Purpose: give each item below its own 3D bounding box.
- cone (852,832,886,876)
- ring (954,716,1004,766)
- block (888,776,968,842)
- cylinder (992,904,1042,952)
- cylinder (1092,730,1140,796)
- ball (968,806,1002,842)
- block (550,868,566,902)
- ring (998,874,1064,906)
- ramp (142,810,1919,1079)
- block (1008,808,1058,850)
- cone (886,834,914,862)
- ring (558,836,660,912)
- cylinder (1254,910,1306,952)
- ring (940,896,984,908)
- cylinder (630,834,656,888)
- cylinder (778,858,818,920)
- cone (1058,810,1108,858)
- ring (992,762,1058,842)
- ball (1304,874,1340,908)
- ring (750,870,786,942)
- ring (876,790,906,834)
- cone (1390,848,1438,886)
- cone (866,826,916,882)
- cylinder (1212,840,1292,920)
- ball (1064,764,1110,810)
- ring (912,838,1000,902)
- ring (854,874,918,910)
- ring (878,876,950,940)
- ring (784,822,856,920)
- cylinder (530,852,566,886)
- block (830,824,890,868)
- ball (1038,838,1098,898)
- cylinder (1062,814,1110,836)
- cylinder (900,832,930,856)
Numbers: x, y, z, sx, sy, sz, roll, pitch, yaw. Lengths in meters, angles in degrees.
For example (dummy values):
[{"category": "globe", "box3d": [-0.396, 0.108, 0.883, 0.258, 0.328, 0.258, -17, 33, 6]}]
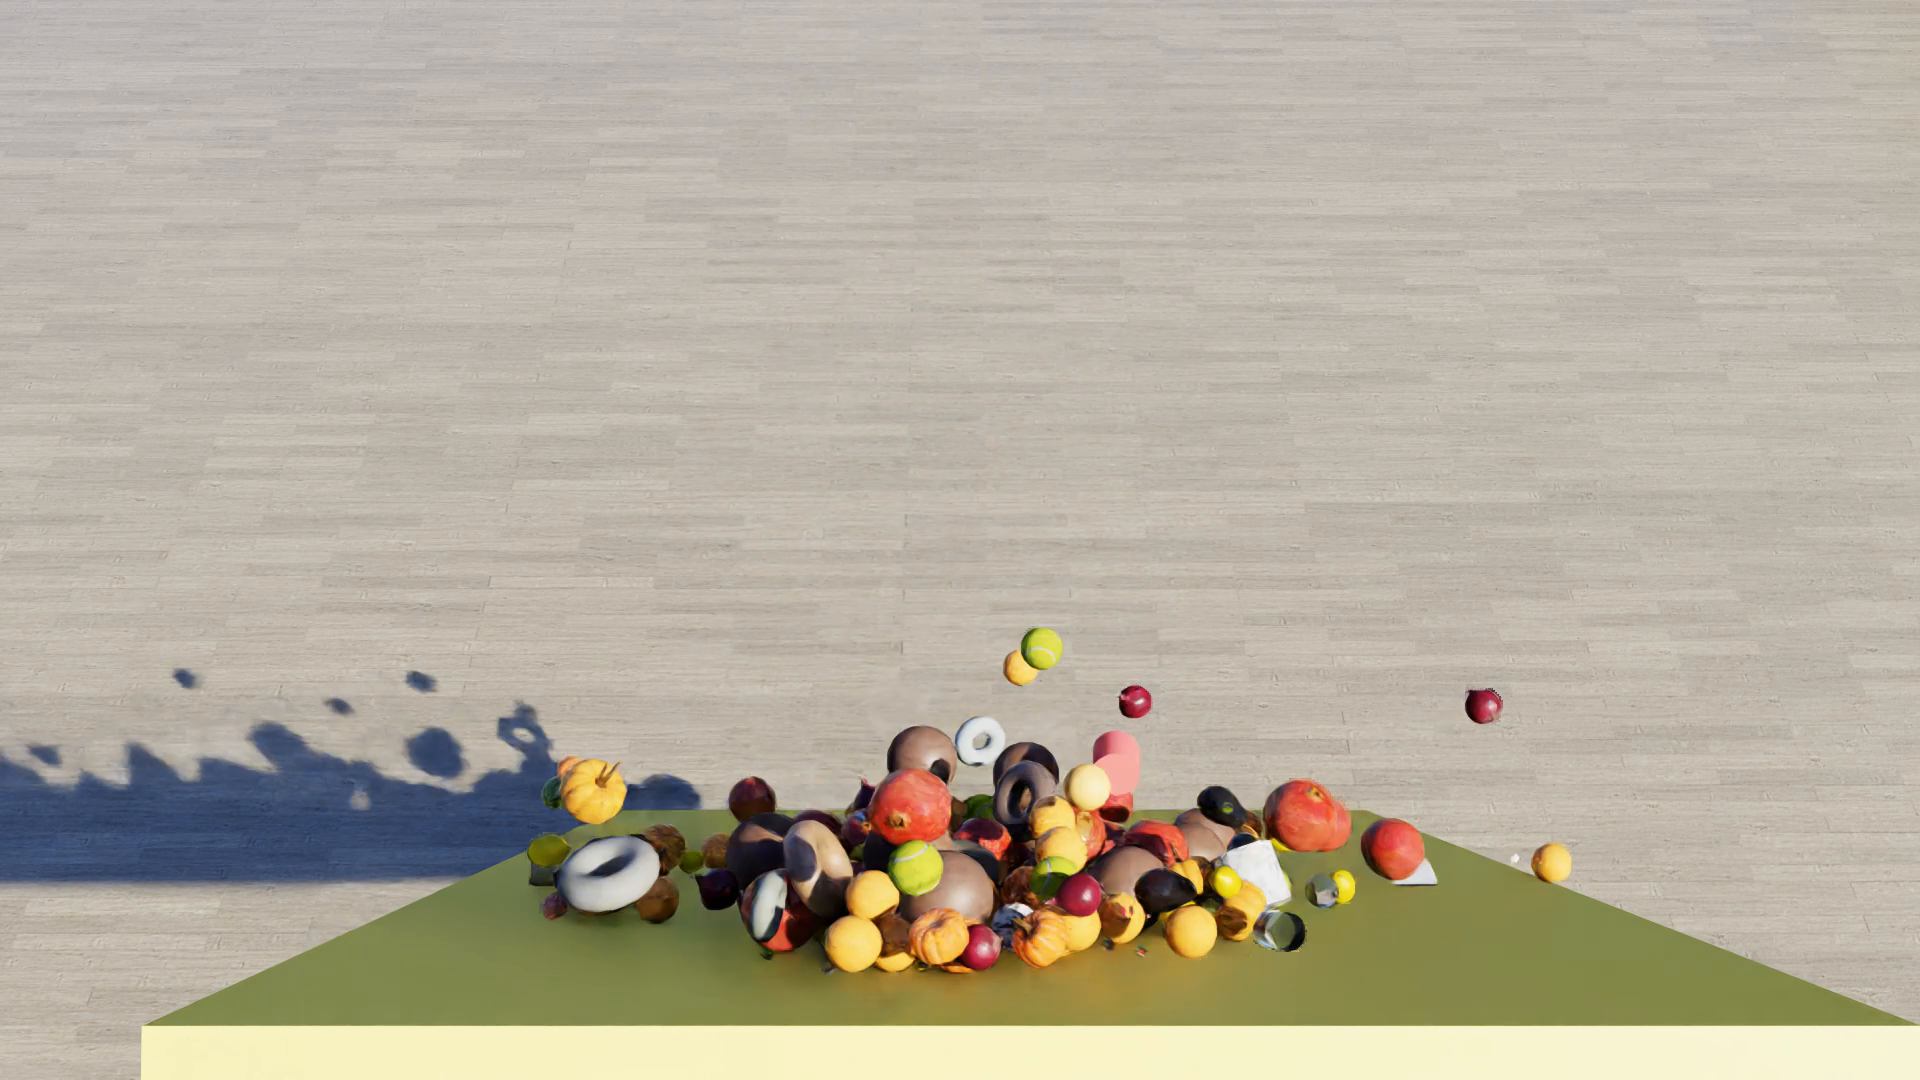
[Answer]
[{"category": "cone", "box3d": [-0.172, 0.605, 4.798, 0.098, 0.098, 0.098, -27, 43, -12]}, {"category": "ring", "box3d": [0.042, 0.429, 5.546, 0.116, 0.116, 0.039, -15, 24, -19]}, {"category": "block", "box3d": [-0.054, 0.466, 4.434, 0.082, 0.082, 0.082, 18, 79, 38]}, {"category": "cylinder", "box3d": [0.077, 0.529, 3.542, 0.065, 0.065, 0.065, -1, 79, 6]}, {"category": "cylinder", "box3d": [0.291, 0.415, 4.845, 0.089, 0.089, 0.089, 2, 24, 3]}, {"category": "ball", "box3d": [0.049, 0.540, 4.942, 0.067, 0.067, 0.067, 0, 37, 0]}, {"category": "block", "box3d": [-0.653, 0.574, 4.374, 0.052, 0.052, 0.052, -22, 0, -14]}, {"category": "ring", "box3d": [0.123, 0.586, 4.364, 0.117, 0.039, 0.117, -2, 4, 0]}, {"category": "ramp", "box3d": [0.081, 0.683, 4.918, 2.000, 0.100, 4.000, 0, -2, 0]}, {"category": "block", "box3d": [0.156, 0.614, 5.591, 0.096, 0.096, 0.096, 0, -3, -8]}, {"category": "cone", "box3d": [-0.123, 0.579, 4.903, 0.092, 0.092, 0.092, -1, 78, -1]}, {"category": "ring", "box3d": [-0.490, 0.465, 3.626, 0.146, 0.049, 0.146, -10, 27, 5]}, {"category": "cylinder", "box3d": [0.448, 0.548, 3.650, 0.054, 0.054, 0.054, -17, 4, -22]}, {"category": "ring", "box3d": [-0.009, 0.579, 4.255, 0.108, 0.108, 0.036, -8, 78, -10]}, {"category": "cylinder", "box3d": [-0.573, 0.556, 4.442, 0.091, 0.091, 0.091, -11, 81, -14]}, {"category": "cylinder", "box3d": [-0.231, 0.537, 4.089, 0.085, 0.085, 0.085, -16, 56, -21]}, {"category": "cone", "box3d": [0.223, 0.590, 5.127, 0.099, 0.099, 0.099, -9, 36, -30]}, {"category": "ring", "box3d": [0.112, 0.450, 4.472, 0.047, 0.141, 0.141, 18, 21, -40]}, {"category": "ball", "box3d": [0.594, 0.576, 4.271, 0.056, 0.056, 0.056, 0, 37, 0]}, {"category": "ring", "box3d": [-0.256, 0.489, 3.469, 0.032, 0.097, 0.097, 11, 38, 8]}, {"category": "ring", "box3d": [-0.118, 0.512, 4.888, 0.083, 0.083, 0.028, -5, 3, -6]}, {"category": "cone", "box3d": [0.809, 0.605, 4.693, 0.078, 0.078, 0.078, -27, 40, -1]}, {"category": "cone", "box3d": [-0.107, 0.508, 4.232, 0.089, 0.089, 0.089, 3, 78, 4]}, {"category": "cylinder", "box3d": [0.442, 0.514, 3.932, 0.094, 0.094, 0.094, -14, 73, -18]}, {"category": "ball", "box3d": [0.187, 0.365, 3.840, 0.070, 0.070, 0.070, 0, 37, 0]}, {"category": "ring", "box3d": [-0.006, 0.503, 3.965, 0.135, 0.045, 0.135, 3, 26, -2]}, {"category": "ring", "box3d": [-0.123, 0.582, 4.312, 0.149, 0.050, 0.149, 1, -1, 0]}, {"category": "ring", "box3d": [-0.067, 0.533, 3.764, 0.041, 0.122, 0.122, 51, 50, 0]}, {"category": "ring", "box3d": [-0.191, 0.450, 3.548, 0.048, 0.144, 0.144, -26, 33, 17]}, {"category": "cylinder", "box3d": [-0.733, 0.587, 4.632, 0.059, 0.059, 0.059, 4, 36, -6]}, {"category": "block", "box3d": [-0.186, 0.591, 4.958, 0.087, 0.087, 0.087, -2, -3, 40]}, {"category": "ball", "box3d": [0.178, 0.541, 4.287, 0.100, 0.100, 0.100, 0, 37, 0]}, {"category": "cylinder", "box3d": [0.264, 0.615, 5.477, 0.077, 0.077, 0.077, 22, 3, 26]}, {"category": "cylinder", "box3d": [-0.088, 0.587, 5.249, 0.084, 0.084, 0.084, -6, 64, 13]}]
